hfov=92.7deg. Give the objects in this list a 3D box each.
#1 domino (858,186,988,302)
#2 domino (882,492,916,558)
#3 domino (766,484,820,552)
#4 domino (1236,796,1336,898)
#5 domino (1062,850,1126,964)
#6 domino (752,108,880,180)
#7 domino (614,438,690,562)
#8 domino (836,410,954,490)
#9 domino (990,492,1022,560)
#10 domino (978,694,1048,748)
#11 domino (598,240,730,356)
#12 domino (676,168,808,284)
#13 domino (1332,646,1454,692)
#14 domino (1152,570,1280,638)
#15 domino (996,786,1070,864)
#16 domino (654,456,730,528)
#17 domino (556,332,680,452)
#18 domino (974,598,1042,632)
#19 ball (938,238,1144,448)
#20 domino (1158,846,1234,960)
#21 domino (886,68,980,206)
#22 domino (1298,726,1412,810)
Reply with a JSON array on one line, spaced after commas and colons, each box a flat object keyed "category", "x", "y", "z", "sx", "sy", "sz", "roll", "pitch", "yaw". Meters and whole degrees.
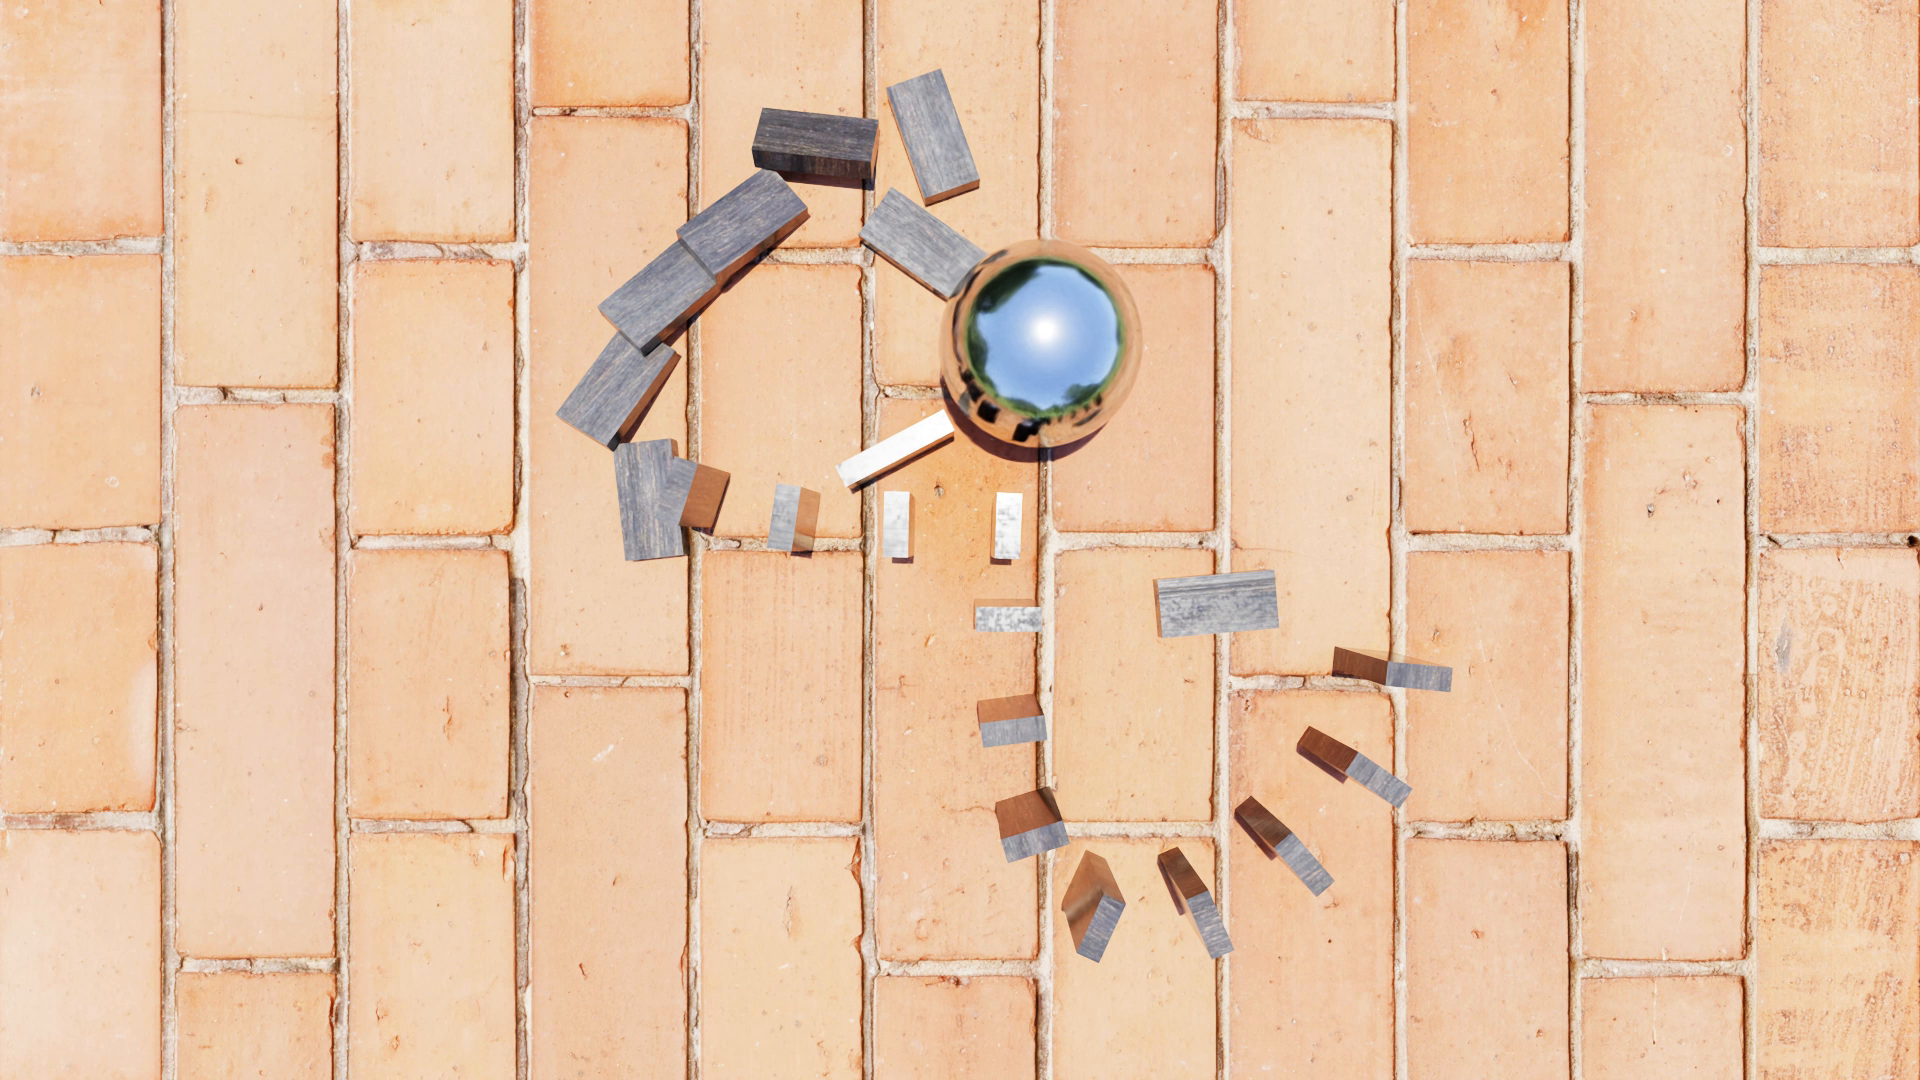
[{"category": "domino", "x": -0.016, "y": -0.126, "z": 0.395, "sx": 0.050, "sy": 0.010, "sz": 0.025, "roll": 35, "pitch": 90, "yaw": 0}, {"category": "domino", "x": -0.024, "y": -0.006, "z": 0.375, "sx": 0.010, "sy": 0.050, "sz": 0.025, "roll": 1, "pitch": 90, "yaw": 0}, {"category": "domino", "x": -0.067, "y": -0.009, "z": 0.375, "sx": 0.009, "sy": 0.050, "sz": 0.025, "roll": 8, "pitch": 90, "yaw": 0}, {"category": "domino", "x": 0.132, "y": 0.124, "z": 0.375, "sx": 0.009, "sy": 0.050, "sz": 0.025, "roll": -41, "pitch": 90, "yaw": 0}, {"category": "domino", "x": 0.054, "y": 0.148, "z": 0.375, "sx": 0.009, "sy": 0.050, "sz": 0.025, "roll": 25, "pitch": 90, "yaw": 0}, {"category": "domino", "x": -0.061, "y": -0.169, "z": 0.390, "sx": 0.050, "sy": 0.009, "sz": 0.025, "roll": 6, "pitch": 65, "yaw": 0}, {"category": "domino", "x": -0.133, "y": -0.017, "z": 0.395, "sx": 0.025, "sy": 0.010, "sz": 0.050, "roll": -6, "pitch": 90, "yaw": 0}, {"category": "domino", "x": -0.027, "y": -0.038, "z": 0.388, "sx": 0.050, "sy": 0.025, "sz": 0.010, "roll": -28, "pitch": 90, "yaw": 0}, {"category": "domino", "x": 0.019, "y": -0.005, "z": 0.375, "sx": 0.009, "sy": 0.050, "sz": 0.025, "roll": 2, "pitch": 90, "yaw": 0}, {"category": "domino", "x": 0.021, "y": 0.073, "z": 0.375, "sx": 0.025, "sy": 0.050, "sz": 0.009, "roll": -7, "pitch": 90, "yaw": 0}, {"category": "domino", "x": -0.125, "y": -0.105, "z": 0.390, "sx": 0.025, "sy": 0.010, "sz": 0.050, "roll": 44, "pitch": 77, "yaw": 0}, {"category": "domino", "x": -0.092, "y": -0.134, "z": 0.390, "sx": 0.050, "sy": 0.009, "sz": 0.025, "roll": -41, "pitch": 90, "yaw": -13}, {"category": "domino", "x": 0.176, "y": 0.052, "z": 0.375, "sx": 0.025, "sy": 0.050, "sz": 0.009, "roll": 6, "pitch": 90, "yaw": 0}, {"category": "domino", "x": 0.110, "y": 0.027, "z": 0.395, "sx": 0.050, "sy": 0.010, "sz": 0.025, "roll": -5, "pitch": 90, "yaw": 0}, {"category": "domino", "x": 0.029, "y": 0.115, "z": 0.375, "sx": 0.025, "sy": 0.050, "sz": 0.010, "roll": -17, "pitch": 90, "yaw": 0}, {"category": "domino", "x": -0.108, "y": -0.019, "z": 0.375, "sx": 0.009, "sy": 0.050, "sz": 0.025, "roll": 18, "pitch": 90, "yaw": 0}, {"category": "domino", "x": -0.145, "y": -0.066, "z": 0.390, "sx": 0.025, "sy": 0.010, "sz": 0.050, "roll": 31, "pitch": 78, "yaw": 0}, {"category": "domino", "x": 0.019, "y": 0.030, "z": 0.375, "sx": 0.025, "sy": 0.050, "sz": 0.009, "roll": 0, "pitch": 90, "yaw": 0}, {"category": "ball", "x": 0.031, "y": -0.076, "z": 0.360, "sx": 0.080, "sy": 0.080, "sz": 0.080, "roll": 0, "pitch": 90, "yaw": 0}, {"category": "domino", "x": 0.096, "y": 0.147, "z": 0.375, "sx": 0.010, "sy": 0.050, "sz": 0.025, "roll": -23, "pitch": 90, "yaw": 0}, {"category": "domino", "x": -0.012, "y": -0.173, "z": 0.395, "sx": 0.025, "sy": 0.010, "sz": 0.050, "roll": -19, "pitch": 90, "yaw": 0}, {"category": "domino", "x": 0.160, "y": 0.092, "z": 0.375, "sx": 0.025, "sy": 0.050, "sz": 0.010, "roll": 34, "pitch": 90, "yaw": 0}]
